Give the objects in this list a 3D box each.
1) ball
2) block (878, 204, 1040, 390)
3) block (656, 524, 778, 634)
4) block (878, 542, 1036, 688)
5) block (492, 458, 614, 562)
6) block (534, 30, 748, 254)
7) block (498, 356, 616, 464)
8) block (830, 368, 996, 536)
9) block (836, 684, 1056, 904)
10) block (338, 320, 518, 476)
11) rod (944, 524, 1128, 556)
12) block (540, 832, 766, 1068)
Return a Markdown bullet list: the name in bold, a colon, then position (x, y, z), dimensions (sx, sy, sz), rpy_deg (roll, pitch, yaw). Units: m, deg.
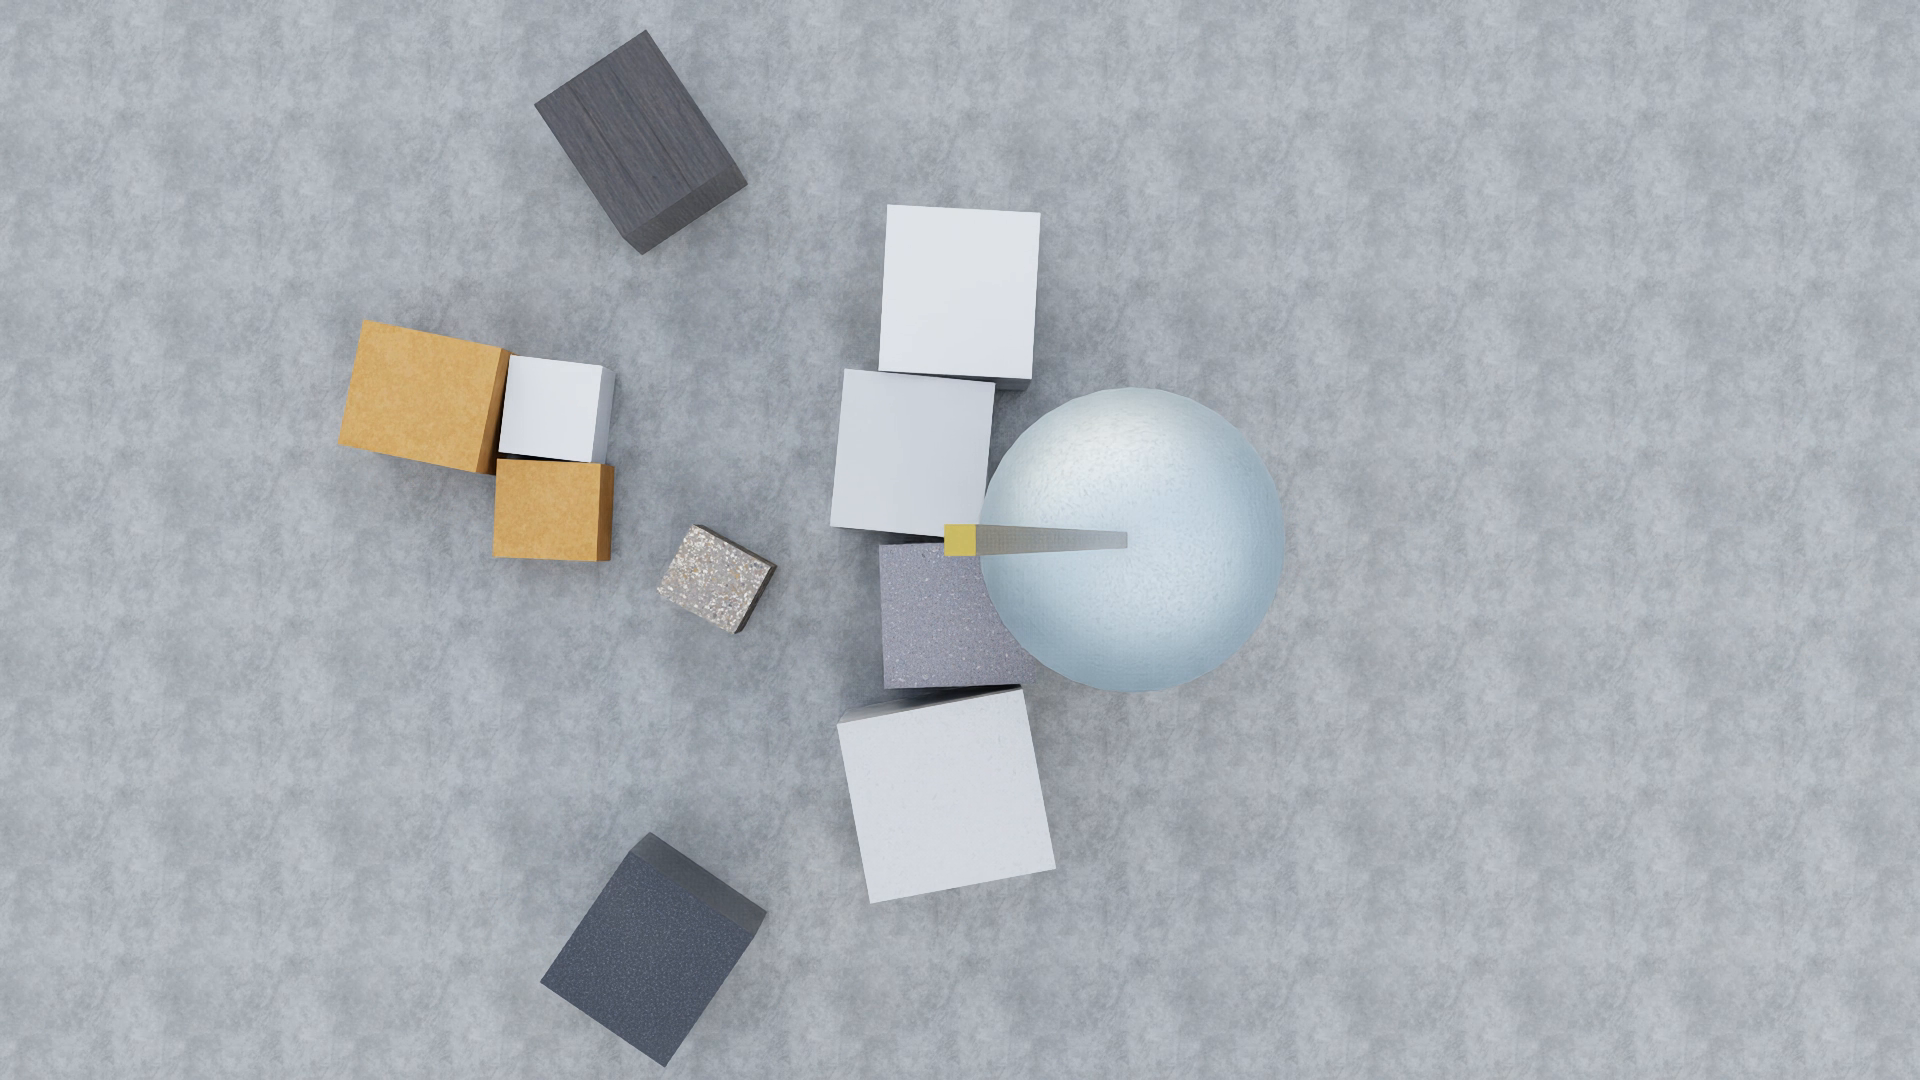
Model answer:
- **ball**: position (0.895, 0.000, 11.501), dimensions (1.600, 1.600, 1.600), rpy_deg (0, 90, 0)
- **block**: position (-0.002, -1.363, 12.534), dimensions (0.840, 0.932, 0.911), rpy_deg (3, 90, 0)
- **block**: position (-1.404, 0.224, 12.747), dimensions (0.507, 0.506, 0.441), rpy_deg (28, 90, 0)
- **block**: position (-0.015, 0.408, 12.560), dimensions (0.836, 0.880, 0.794), rpy_deg (-2, 90, 0)
- **block**: position (-2.348, -0.170, 12.747), dimensions (0.590, 0.505, 0.557), rpy_deg (3, 90, 0)
- **block**: position (-1.814, -2.264, 12.626), dimensions (0.755, 0.748, 0.894), rpy_deg (-34, 90, 0)
- **block**: position (-2.329, -0.746, 12.754), dimensions (0.529, 0.493, 0.554), rpy_deg (7, 90, 0)
- **block**: position (-0.261, -0.471, 12.553), dimensions (0.832, 0.894, 0.870), rpy_deg (5, 90, 0)
- **block**: position (-0.074, 1.392, 12.469), dimensions (1.026, 1.063, 0.990), rpy_deg (-11, 90, 0)
- **block**: position (-3.015, -0.804, 12.633), dimensions (0.785, 0.734, 0.711), rpy_deg (12, 90, 0)
- **rod**: position (0.388, 0.000, 8.139), dimensions (0.080, 5.200, 0.080), rpy_deg (0, 90, 9)
- **block**: position (-1.735, 2.326, 12.599), dimensions (0.842, 0.803, 0.884), rpy_deg (34, 90, 0)
